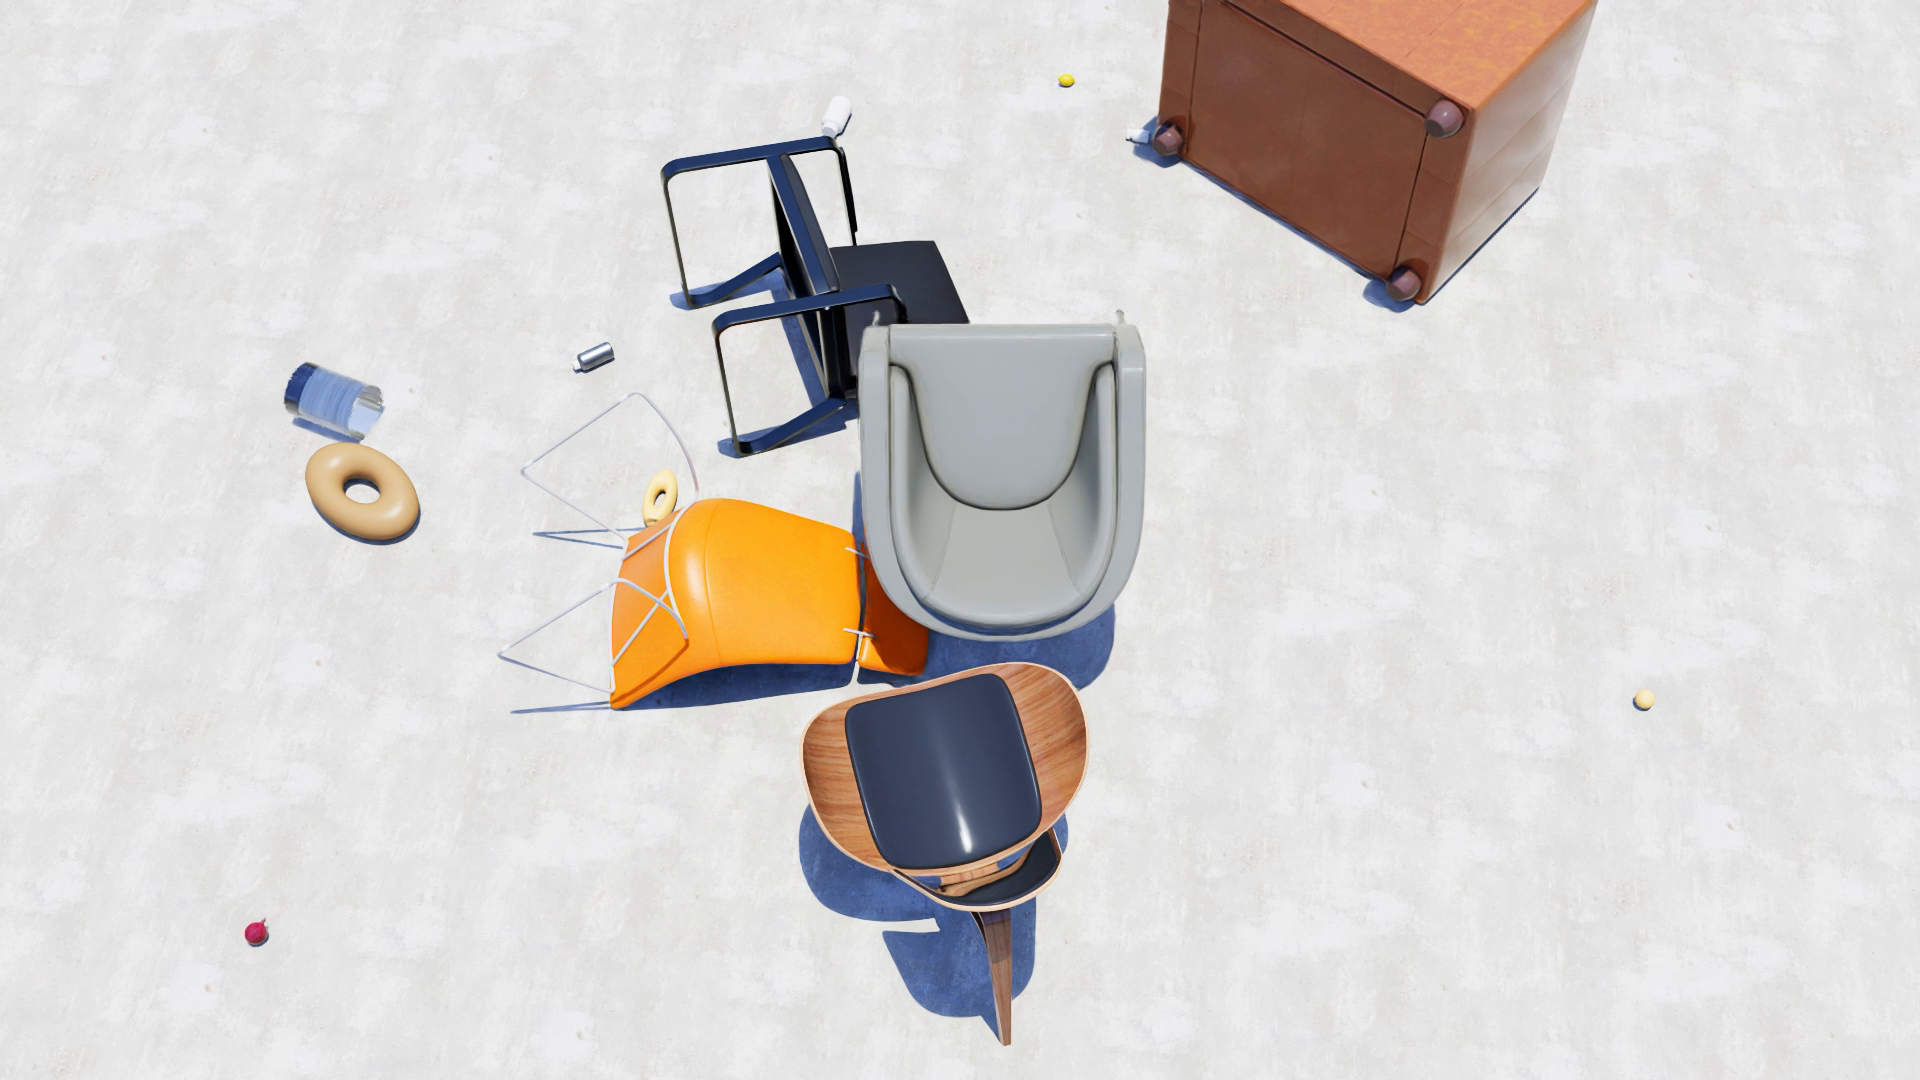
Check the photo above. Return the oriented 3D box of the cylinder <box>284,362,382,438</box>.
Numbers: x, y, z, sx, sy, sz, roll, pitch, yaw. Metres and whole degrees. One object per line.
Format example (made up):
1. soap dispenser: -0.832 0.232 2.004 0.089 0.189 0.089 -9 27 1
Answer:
1. cylinder: -1.927 -0.431 6.761 0.230 0.169 0.178 20 46 13

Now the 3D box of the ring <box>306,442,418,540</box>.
1. ring: -1.799 -0.149 6.612 0.413 0.104 0.266 36 64 21

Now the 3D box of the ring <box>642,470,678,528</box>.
1. ring: -0.904 -0.124 6.624 0.095 0.057 0.213 7 56 7

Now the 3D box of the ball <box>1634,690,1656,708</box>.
1. ball: 1.943 0.451 6.238 0.055 0.055 0.055 0 56 0
